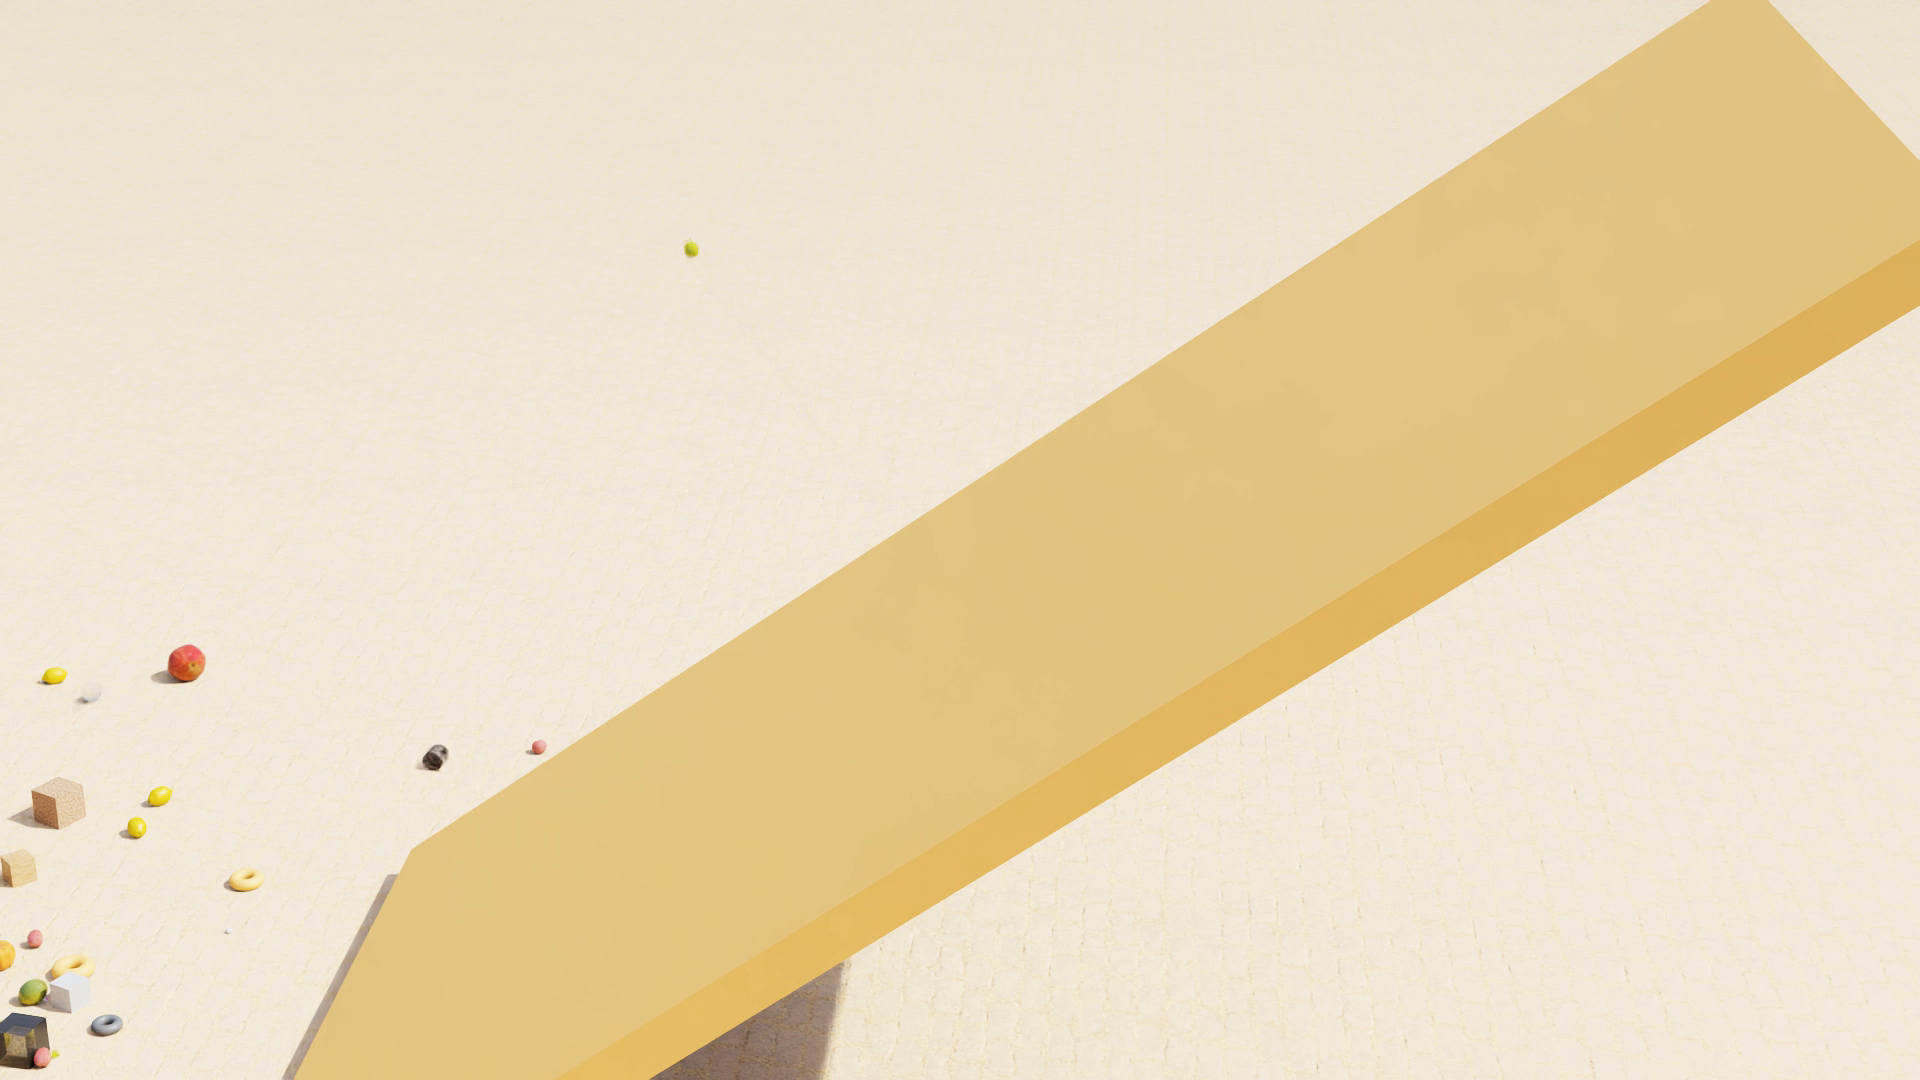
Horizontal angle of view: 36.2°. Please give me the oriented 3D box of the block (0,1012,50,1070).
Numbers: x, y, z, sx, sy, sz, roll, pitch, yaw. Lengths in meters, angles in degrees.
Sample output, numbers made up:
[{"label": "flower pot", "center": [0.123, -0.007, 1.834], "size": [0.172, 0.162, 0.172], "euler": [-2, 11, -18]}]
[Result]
[{"label": "block", "center": [-2.215, 1.181, 6.937], "size": [0.090, 0.090, 0.090], "euler": [6, 22, 14]}]

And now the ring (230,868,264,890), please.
[{"label": "ring", "center": [-1.877, 0.893, 7.741], "size": [0.092, 0.031, 0.092], "euler": [1, 23, 0]}]

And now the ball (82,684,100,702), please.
[{"label": "ball", "center": [-2.600, 0.457, 8.804], "size": [0.053, 0.053, 0.053], "euler": [0, 22, 0]}]

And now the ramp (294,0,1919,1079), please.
[{"label": "ramp", "center": [0.134, 0.175, 6.311], "size": [4.000, 0.100, 2.000], "euler": [-33, 16, 15]}]

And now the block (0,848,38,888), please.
[{"label": "block", "center": [-2.482, 0.866, 7.759], "size": [0.068, 0.068, 0.068], "euler": [-16, 27, -35]}]

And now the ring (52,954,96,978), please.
[{"label": "ring", "center": [-2.202, 1.065, 7.306], "size": [0.105, 0.035, 0.105], "euler": [0, 23, 0]}]

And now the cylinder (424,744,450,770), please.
[{"label": "cylinder", "center": [-1.494, 0.620, 8.388], "size": [0.057, 0.057, 0.057], "euler": [4, 22, 11]}]

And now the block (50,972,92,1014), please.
[{"label": "block", "center": [-2.168, 1.103, 7.167], "size": [0.066, 0.066, 0.066], "euler": [12, 25, 27]}]

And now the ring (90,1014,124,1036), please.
[{"label": "ring", "center": [-2.049, 1.165, 7.067], "size": [0.075, 0.025, 0.075], "euler": [1, 22, 0]}]

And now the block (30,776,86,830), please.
[{"label": "block", "center": [-2.475, 0.723, 8.079], "size": [0.097, 0.097, 0.097], "euler": [13, 25, 30]}]
